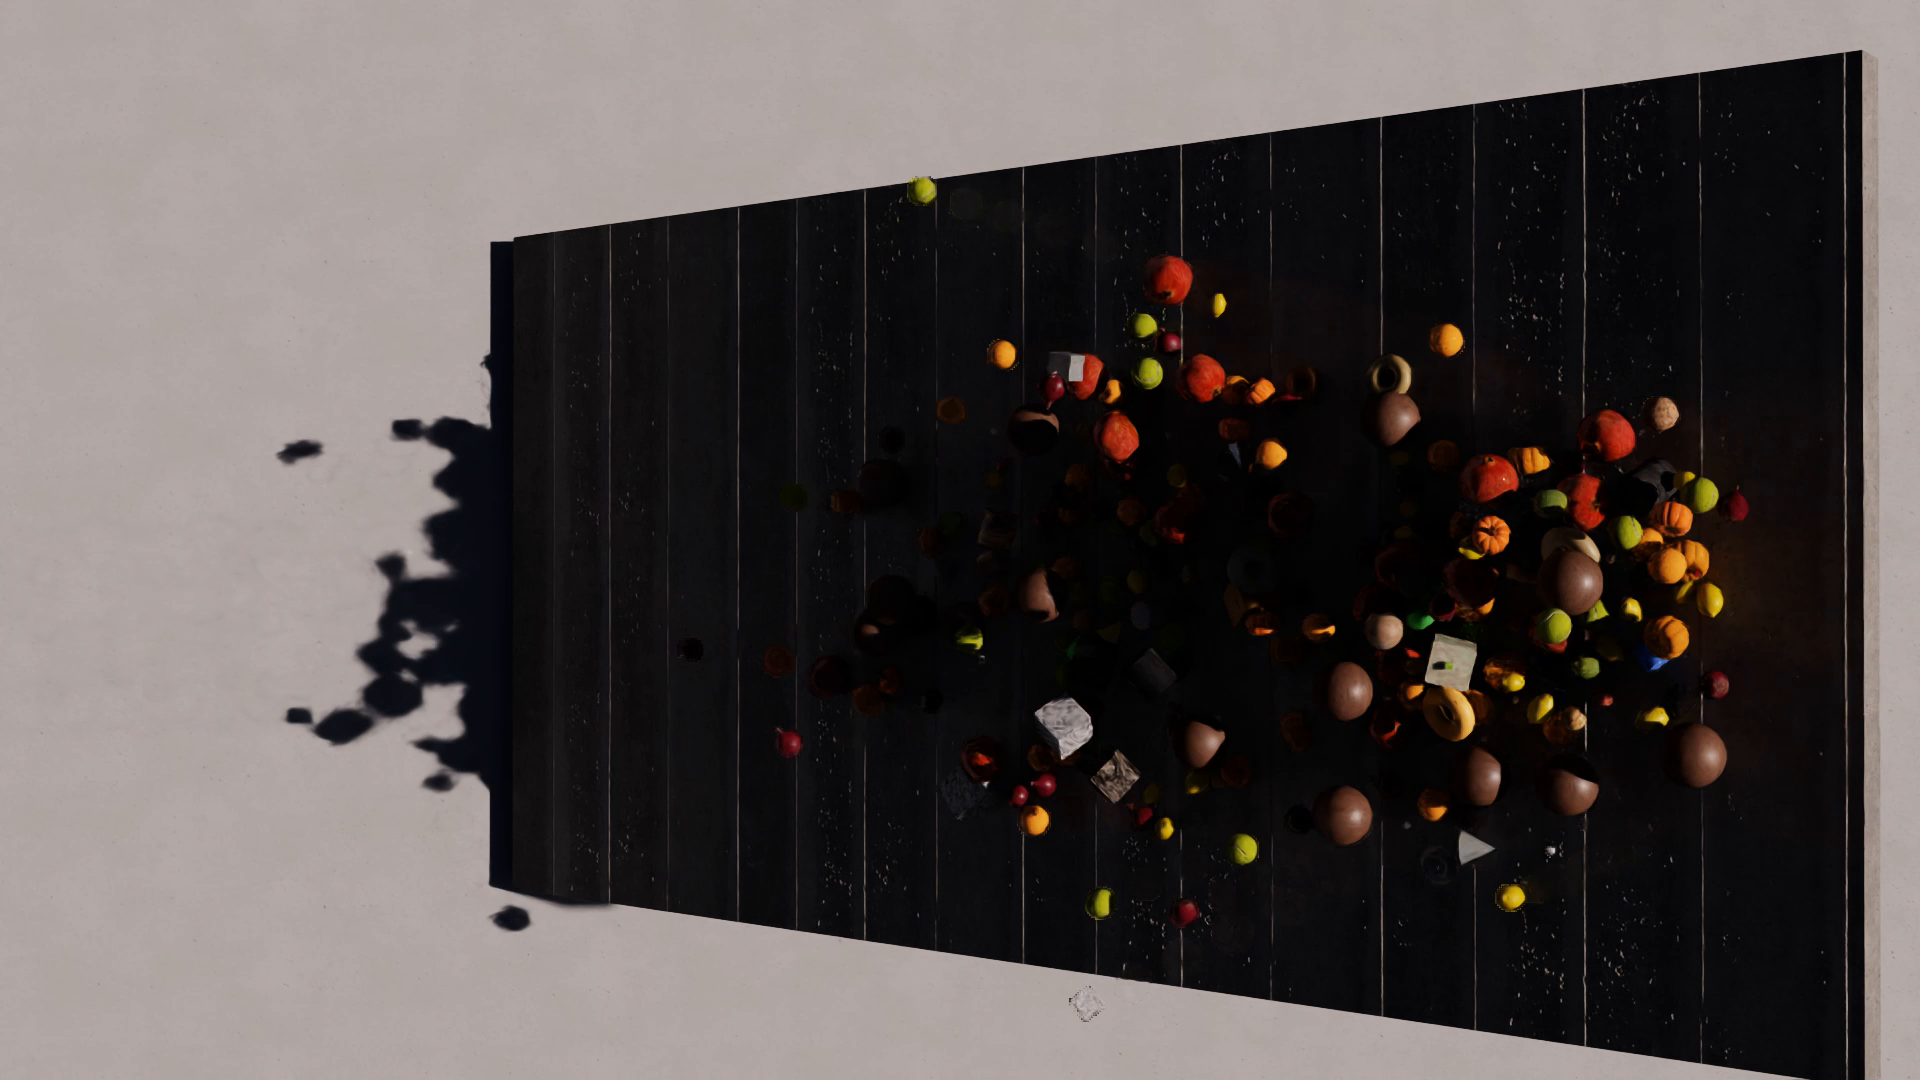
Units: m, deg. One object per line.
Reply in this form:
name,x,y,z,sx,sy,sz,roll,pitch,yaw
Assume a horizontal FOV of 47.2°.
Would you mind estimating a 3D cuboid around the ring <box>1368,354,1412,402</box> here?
ring,0.948,-0.358,4.858,0.105,0.035,0.105,-2,87,39

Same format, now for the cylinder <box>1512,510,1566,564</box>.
cylinder,1.202,-0.003,4.521,0.093,0.093,0.093,25,90,-33

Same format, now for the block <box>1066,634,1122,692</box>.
block,0.318,0.291,5.215,0.099,0.099,0.099,18,101,7

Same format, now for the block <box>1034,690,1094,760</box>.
block,0.239,0.428,5.075,0.094,0.094,0.094,-34,58,-15

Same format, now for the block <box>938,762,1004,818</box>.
block,0.027,0.633,5.555,0.097,0.097,0.097,-49,62,28

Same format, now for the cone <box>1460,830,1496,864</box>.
cone,1.112,0.660,4.709,0.074,0.074,0.074,0,90,22

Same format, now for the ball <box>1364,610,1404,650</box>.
ball,0.890,0.190,4.619,0.083,0.083,0.083,0,90,0

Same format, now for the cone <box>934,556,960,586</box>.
cone,-0.028,0.089,5.596,0.071,0.071,0.071,-8,64,0

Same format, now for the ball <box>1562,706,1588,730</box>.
ball,1.254,0.364,4.490,0.051,0.051,0.051,0,90,0

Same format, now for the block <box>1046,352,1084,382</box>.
block,0.246,-0.403,5.112,0.060,0.060,0.060,13,104,33

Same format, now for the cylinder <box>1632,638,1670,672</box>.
cylinder,1.405,0.234,4.474,0.052,0.052,0.052,-31,67,0

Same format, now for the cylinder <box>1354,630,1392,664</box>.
cylinder,0.913,0.233,4.866,0.060,0.060,0.060,-44,61,0

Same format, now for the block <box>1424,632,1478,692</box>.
block,1.030,0.256,4.618,0.091,0.091,0.091,14,101,10

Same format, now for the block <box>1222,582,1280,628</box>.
block,0.665,0.137,5.019,0.087,0.087,0.087,-7,61,-19

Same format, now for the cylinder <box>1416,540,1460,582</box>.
cylinder,1.030,0.043,4.746,0.070,0.070,0.070,-6,114,-14

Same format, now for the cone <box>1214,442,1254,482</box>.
cone,0.637,-0.155,4.964,0.095,0.095,0.095,-18,51,23

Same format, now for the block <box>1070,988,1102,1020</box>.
block,0.308,1.126,5.339,0.055,0.055,0.055,-37,77,-6

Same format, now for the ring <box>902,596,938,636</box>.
ring,-0.104,0.197,5.703,0.109,0.036,0.109,0,90,39

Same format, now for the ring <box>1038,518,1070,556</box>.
ring,0.230,-0.007,5.437,0.092,0.031,0.092,-3,85,40

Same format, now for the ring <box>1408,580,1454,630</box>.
ring,0.998,0.139,4.660,0.043,0.128,0.128,41,90,4

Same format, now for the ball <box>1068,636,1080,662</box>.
ball,0.301,0.273,5.345,0.082,0.082,0.082,0,90,0

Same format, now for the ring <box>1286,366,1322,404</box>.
ring,0.781,-0.353,4.996,0.089,0.030,0.089,0,90,40

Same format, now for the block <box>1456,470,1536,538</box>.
block,1.123,-0.075,4.615,0.096,0.096,0.096,6,121,-33

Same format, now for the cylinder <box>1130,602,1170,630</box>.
cylinder,0.452,0.179,5.227,0.067,0.067,0.067,2,90,-41

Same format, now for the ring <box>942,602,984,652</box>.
ring,0.008,0.222,5.607,0.131,0.044,0.131,0,90,39

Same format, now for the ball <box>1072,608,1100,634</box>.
ball,0.306,0.198,5.350,0.066,0.066,0.066,0,90,0

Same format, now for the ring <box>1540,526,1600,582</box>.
ring,1.229,0.029,4.425,0.130,0.130,0.043,49,60,0

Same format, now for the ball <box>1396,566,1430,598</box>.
ball,0.943,0.086,4.579,0.068,0.068,0.068,0,90,0

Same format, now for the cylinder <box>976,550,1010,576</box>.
cylinder,0.084,0.053,5.536,0.059,0.059,0.059,-32,90,34

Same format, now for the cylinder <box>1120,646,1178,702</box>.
cylinder,0.421,0.299,4.892,0.090,0.090,0.090,-42,91,0

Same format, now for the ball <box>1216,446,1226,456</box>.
ball,0.625,-0.184,5.095,0.068,0.068,0.068,0,90,0

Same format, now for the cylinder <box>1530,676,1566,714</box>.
cylinder,1.232,0.324,4.605,0.061,0.061,0.061,16,106,0

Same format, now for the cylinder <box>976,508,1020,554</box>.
cylinder,0.094,-0.023,5.414,0.087,0.087,0.087,15,104,0

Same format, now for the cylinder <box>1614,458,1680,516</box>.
cylinder,1.381,-0.106,4.422,0.090,0.090,0.090,-29,90,-31

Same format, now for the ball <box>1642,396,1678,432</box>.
ball,1.419,-0.255,4.455,0.069,0.069,0.069,0,90,0

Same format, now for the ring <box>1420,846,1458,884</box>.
ring,1.039,0.705,4.765,0.030,0.090,0.090,-20,90,-44

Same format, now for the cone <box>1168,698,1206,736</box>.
cone,0.532,0.414,5.127,0.091,0.091,0.091,-2,90,9

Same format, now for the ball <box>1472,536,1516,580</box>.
ball,1.131,0.038,4.664,0.092,0.092,0.092,0,90,0

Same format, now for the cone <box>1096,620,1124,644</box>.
cone,0.373,0.219,5.320,0.067,0.067,0.067,42,88,0

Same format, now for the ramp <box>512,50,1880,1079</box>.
ramp,0.216,0.062,5.532,4.000,0.100,2.000,0,90,39

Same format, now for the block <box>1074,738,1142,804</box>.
block,0.328,0.511,4.865,0.089,0.089,0.089,-47,114,-6

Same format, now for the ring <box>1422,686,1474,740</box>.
ring,1.023,0.363,4.611,0.042,0.126,0.126,-28,90,-32

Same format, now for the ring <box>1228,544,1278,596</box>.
ring,0.663,0.067,4.976,0.122,0.041,0.122,3,72,-10
